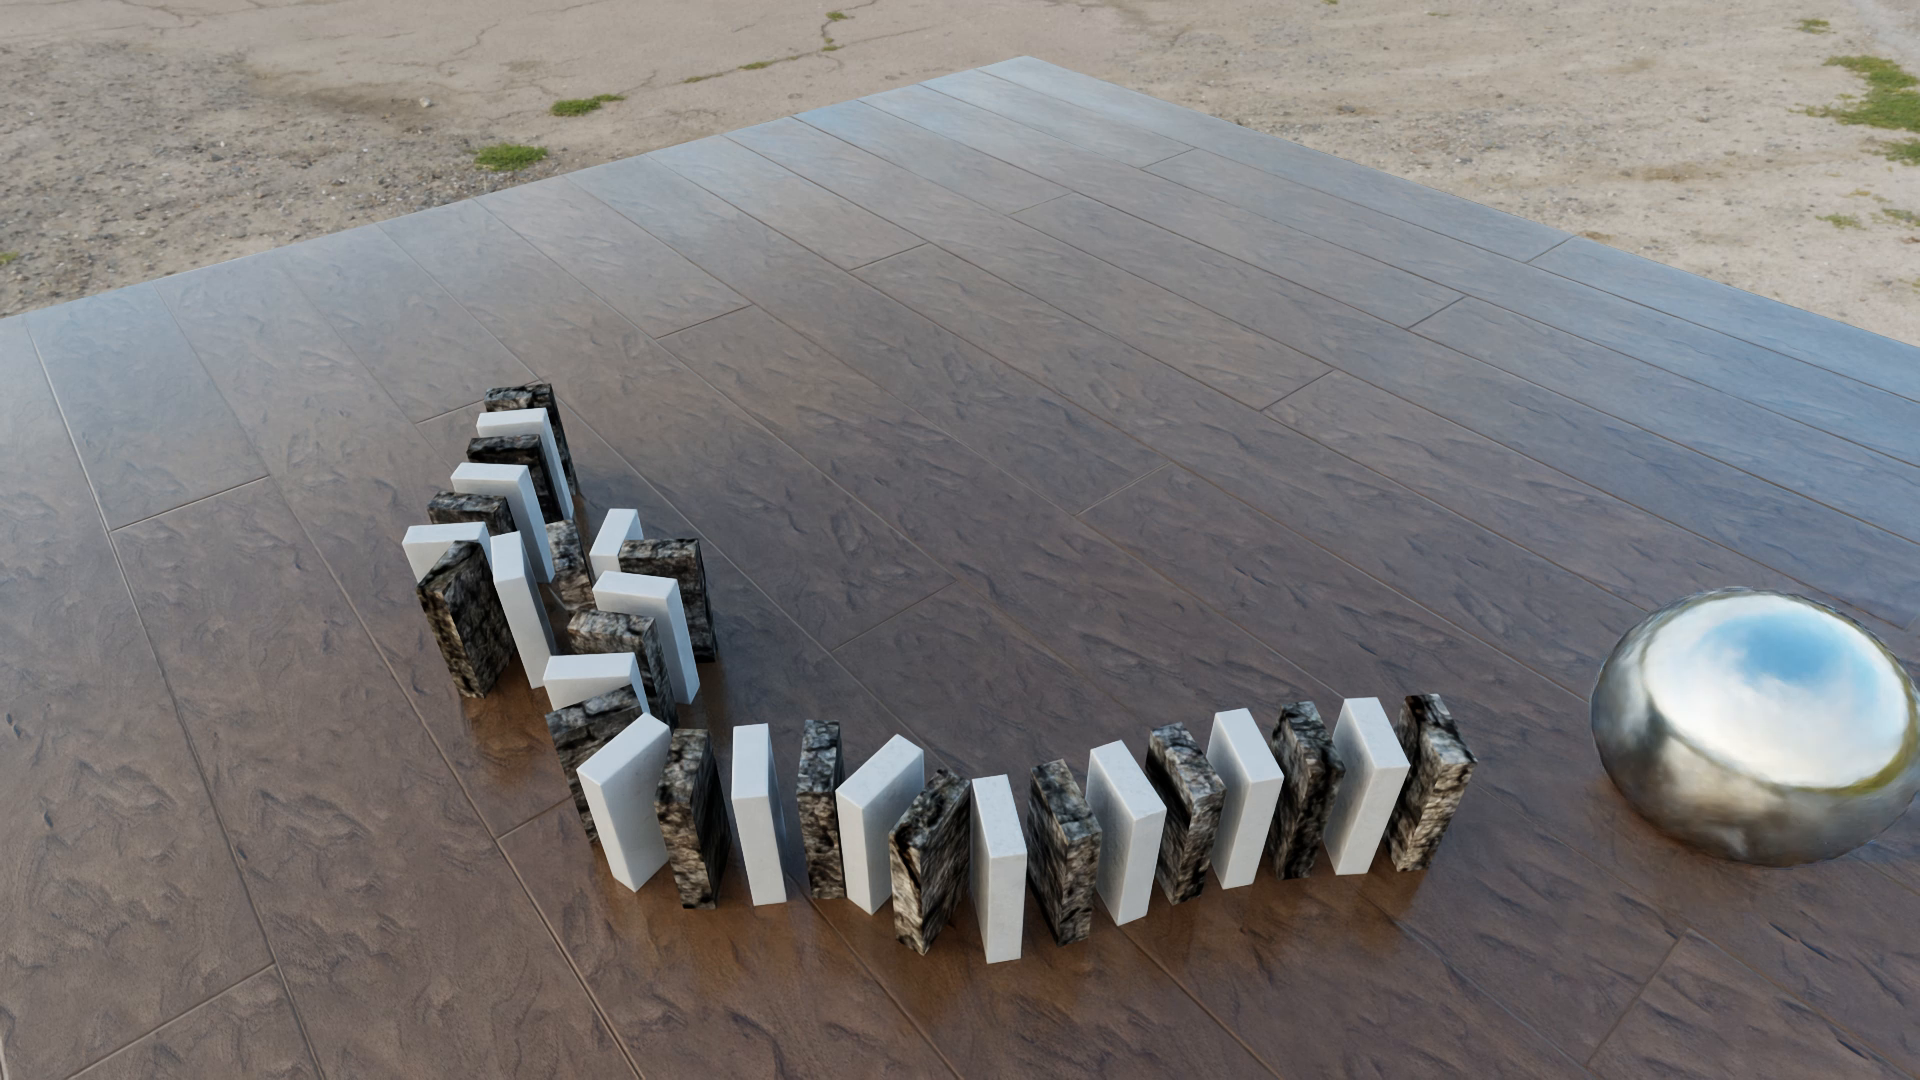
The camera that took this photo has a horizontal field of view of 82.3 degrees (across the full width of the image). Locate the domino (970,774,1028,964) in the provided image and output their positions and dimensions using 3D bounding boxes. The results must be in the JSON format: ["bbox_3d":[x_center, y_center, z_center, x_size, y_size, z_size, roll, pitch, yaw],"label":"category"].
[{"bbox_3d":[0.010,0.091,0.301,0.009,0.050,0.025,-6,40,-8],"label":"domino"}]

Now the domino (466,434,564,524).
[{"bbox_3d":[-0.173,-0.017,0.433,0.025,0.050,0.010,-4,40,-5],"label":"domino"}]

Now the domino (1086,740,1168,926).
[{"bbox_3d":[0.045,0.083,0.310,0.010,0.050,0.025,-14,41,-17],"label":"domino"}]

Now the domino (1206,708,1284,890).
[{"bbox_3d":[0.080,0.076,0.319,0.010,0.050,0.025,-8,40,-9],"label":"domino"}]

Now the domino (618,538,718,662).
[{"bbox_3d":[-0.101,0.022,0.385,0.025,0.050,0.009,-1,39,-2],"label":"domino"}]

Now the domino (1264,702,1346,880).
[{"bbox_3d":[0.098,0.074,0.321,0.009,0.050,0.025,-4,40,-5],"label":"domino"}]

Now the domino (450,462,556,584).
[{"bbox_3d":[-0.172,-0.006,0.419,0.025,0.050,0.010,3,39,3],"label":"domino"}]

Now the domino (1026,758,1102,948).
[{"bbox_3d":[0.028,0.087,0.305,0.009,0.050,0.025,-13,41,-15],"label":"domino"}]

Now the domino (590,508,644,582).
[{"bbox_3d":[-0.118,0.016,0.391,0.009,0.050,0.025,1,39,1],"label":"domino"}]

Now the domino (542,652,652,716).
[{"bbox_3d":[-0.110,0.057,0.342,0.025,0.050,0.009,-2,39,-3],"label":"domino"}]

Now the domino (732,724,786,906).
[{"bbox_3d":[-0.057,0.079,0.315,0.009,0.050,0.025,-5,40,-6],"label":"domino"}]

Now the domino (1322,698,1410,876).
[{"bbox_3d":[0.116,0.073,0.323,0.010,0.050,0.025,-2,39,-3],"label":"domino"}]

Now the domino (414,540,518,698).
[{"bbox_3d":[-0.168,0.028,0.378,0.010,0.050,0.025,6,40,8],"label":"domino"}]

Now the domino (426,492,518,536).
[{"bbox_3d":[-0.175,0.006,0.404,0.025,0.050,0.009,5,40,6],"label":"domino"}]

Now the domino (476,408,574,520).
[{"bbox_3d":[-0.176,-0.029,0.447,0.025,0.050,0.009,-6,40,-7],"label":"domino"}]

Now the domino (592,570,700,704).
[{"bbox_3d":[-0.105,0.034,0.370,0.025,0.050,0.009,6,40,8],"label":"domino"}]

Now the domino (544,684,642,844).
[{"bbox_3d":[-0.105,0.068,0.329,0.025,0.050,0.009,-19,43,-21],"label":"domino"}]

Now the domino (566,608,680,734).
[{"bbox_3d":[-0.108,0.045,0.356,0.025,0.050,0.010,6,40,8],"label":"domino"}]

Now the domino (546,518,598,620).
[{"bbox_3d":[-0.134,0.020,0.387,0.009,0.050,0.025,-15,42,-17],"label":"domino"}]

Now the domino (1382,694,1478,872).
[{"bbox_3d":[0.135,0.072,0.324,0.010,0.050,0.025,-4,39,-5],"label":"domino"}]

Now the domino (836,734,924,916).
[{"bbox_3d":[-0.022,0.081,0.312,0.009,0.050,0.025,27,46,29],"label":"domino"}]

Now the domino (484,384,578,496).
[{"bbox_3d":[-0.179,-0.040,0.461,0.025,0.050,0.009,-6,40,-8],"label":"domino"}]

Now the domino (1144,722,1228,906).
[{"bbox_3d":[0.062,0.079,0.315,0.010,0.050,0.025,-13,41,-15],"label":"domino"}]

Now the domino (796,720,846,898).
[{"bbox_3d":[-0.039,0.078,0.316,0.010,0.050,0.025,0,39,0],"label":"domino"}]

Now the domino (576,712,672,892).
[{"bbox_3d":[-0.093,0.076,0.318,0.010,0.050,0.025,24,45,26],"label":"domino"}]

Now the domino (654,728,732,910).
[{"bbox_3d":[-0.075,0.080,0.314,0.010,0.050,0.025,1,39,1],"label":"domino"}]

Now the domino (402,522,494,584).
[{"bbox_3d":[-0.176,0.017,0.391,0.025,0.050,0.010,-4,39,-5],"label":"domino"}]

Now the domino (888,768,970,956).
[{"bbox_3d":[-0.008,0.089,0.303,0.010,0.050,0.025,21,44,24],"label":"domino"}]

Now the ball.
[{"bbox_3d":[0.231,0.054,0.322,0.080,0.080,0.080,0,39,0],"label":"ball"}]

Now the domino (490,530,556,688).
[{"bbox_3d":[-0.151,0.025,0.381,0.010,0.050,0.025,-13,41,-16],"label":"domino"}]
